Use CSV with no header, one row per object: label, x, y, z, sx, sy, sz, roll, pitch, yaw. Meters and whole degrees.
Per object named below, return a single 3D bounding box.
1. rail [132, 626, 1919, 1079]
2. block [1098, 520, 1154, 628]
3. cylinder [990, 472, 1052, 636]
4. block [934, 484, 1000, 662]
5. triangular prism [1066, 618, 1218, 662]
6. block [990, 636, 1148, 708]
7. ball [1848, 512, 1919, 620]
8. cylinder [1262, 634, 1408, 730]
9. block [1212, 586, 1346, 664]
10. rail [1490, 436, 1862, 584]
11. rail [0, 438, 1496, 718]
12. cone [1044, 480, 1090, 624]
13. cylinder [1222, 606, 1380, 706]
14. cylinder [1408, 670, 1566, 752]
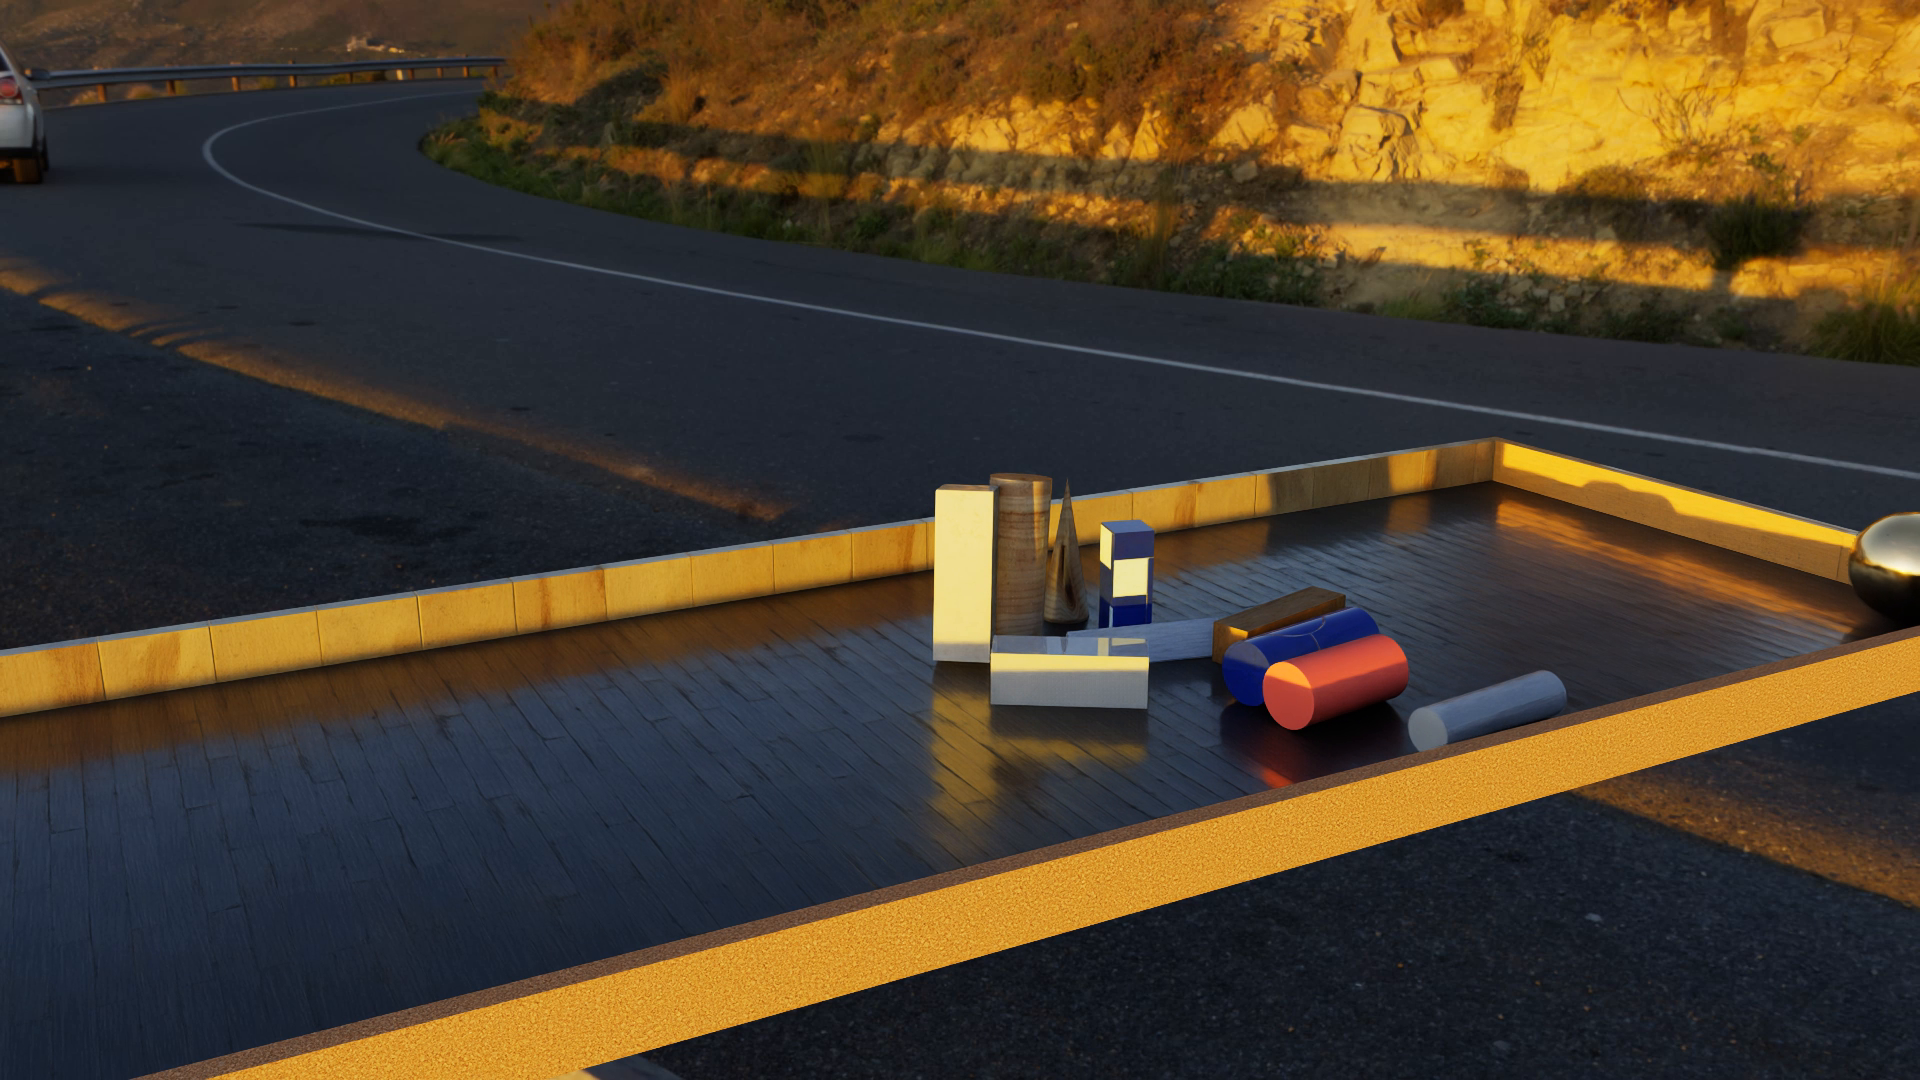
rail,-2.336,1.006,1.665,12.000,0.150,0.050,-9,18,-27
block,0.440,0.119,4.378,0.109,0.323,0.109,-4,17,-14
cylinder,0.149,0.049,4.386,0.166,0.435,0.166,3,9,-1
block,0.017,0.084,4.261,0.146,0.439,0.146,2,8,7
triangular prism,0.478,0.262,4.302,0.419,0.087,0.100,-5,17,-15
block,0.267,0.321,4.030,0.378,0.131,0.131,1,16,4
ball,2.635,0.072,4.574,0.301,0.301,0.301,0,16,0
cylinder,0.895,0.335,3.924,0.329,0.161,0.161,-11,20,-34
block,0.850,0.231,4.377,0.436,0.108,0.108,-15,22,-41
rail,2.466,-0.048,5.253,0.050,0.150,2.100,-9,18,-27
rail,-3.305,0.497,3.399,12.000,0.150,0.050,-9,18,-27
cone,0.295,0.021,4.575,0.138,0.399,0.138,0,16,0
cylinder,0.852,0.286,4.098,0.412,0.161,0.161,-13,21,-37
cylinder,1.221,0.397,3.808,0.419,0.111,0.111,-11,20,-33
